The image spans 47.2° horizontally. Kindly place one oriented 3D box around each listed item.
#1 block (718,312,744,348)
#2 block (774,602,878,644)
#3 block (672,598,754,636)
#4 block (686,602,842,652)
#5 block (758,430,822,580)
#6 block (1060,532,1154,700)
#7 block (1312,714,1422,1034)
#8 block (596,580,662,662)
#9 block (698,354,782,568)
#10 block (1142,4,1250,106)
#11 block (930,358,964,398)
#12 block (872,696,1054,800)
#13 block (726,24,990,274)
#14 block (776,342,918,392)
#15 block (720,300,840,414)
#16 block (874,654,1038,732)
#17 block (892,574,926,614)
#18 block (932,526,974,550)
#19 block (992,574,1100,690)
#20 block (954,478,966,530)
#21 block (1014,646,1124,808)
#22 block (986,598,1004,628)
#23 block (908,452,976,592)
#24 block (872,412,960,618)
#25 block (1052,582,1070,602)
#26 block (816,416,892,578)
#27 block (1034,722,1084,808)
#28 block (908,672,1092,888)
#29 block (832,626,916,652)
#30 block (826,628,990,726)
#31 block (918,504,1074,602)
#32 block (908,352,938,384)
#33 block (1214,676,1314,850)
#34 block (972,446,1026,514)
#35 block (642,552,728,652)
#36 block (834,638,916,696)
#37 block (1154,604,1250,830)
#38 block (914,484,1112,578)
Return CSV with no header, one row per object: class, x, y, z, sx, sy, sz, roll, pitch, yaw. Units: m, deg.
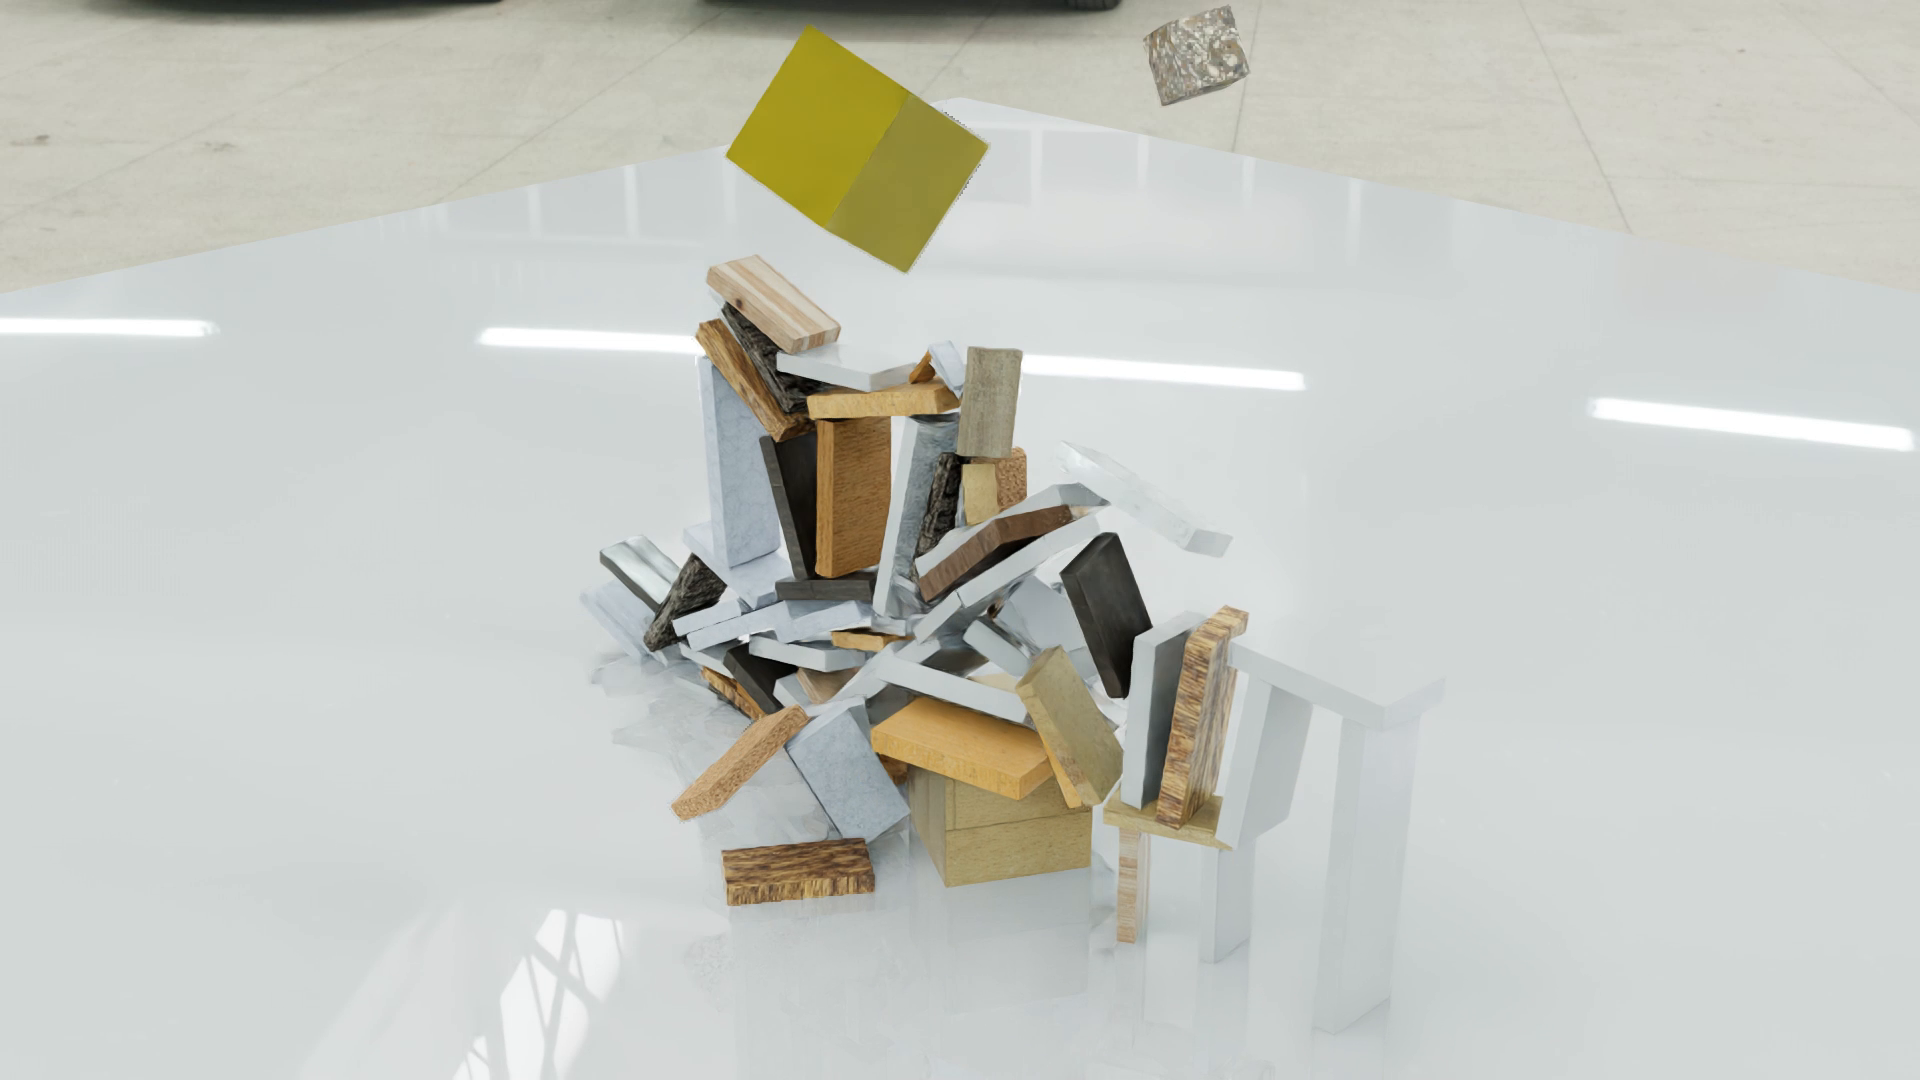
block,-0.438,-0.431,4.530,0.063,0.018,0.127,-20,63,-41
block,-0.241,0.153,4.557,0.148,0.042,0.297,-19,0,-40
block,-0.506,0.153,4.845,0.134,0.038,0.268,-19,0,-41
block,-0.423,0.169,4.759,0.148,0.042,0.419,-19,0,-38
block,-0.305,-0.082,4.519,0.151,0.302,0.043,-19,7,-41
block,0.268,0.132,3.849,0.037,0.263,0.131,2,34,43
block,0.686,0.544,3.709,0.163,0.601,0.046,-21,32,-41
block,-0.728,0.180,5.130,0.235,0.033,0.117,41,43,22
block,-0.465,-0.179,4.654,0.043,0.458,0.151,17,28,41
block,0.427,-0.876,3.984,0.128,0.128,0.128,-19,4,-14
block,-0.008,-0.309,4.164,0.050,0.014,0.101,-13,53,-39
block,0.017,0.381,4.058,0.326,0.046,0.163,15,27,31
block,-0.171,-0.653,3.692,0.258,0.258,0.258,39,10,30
block,-0.224,-0.344,4.340,0.265,0.037,0.132,16,25,40
block,-0.362,-0.384,4.455,0.132,0.037,0.265,-19,71,-41
block,0.021,0.297,4.140,0.335,0.047,0.167,15,-9,31
block,-0.096,0.103,4.214,0.048,0.014,0.189,31,-10,12
block,-0.010,0.005,4.156,0.062,0.017,0.123,-15,-15,-25
block,0.184,0.171,4.135,0.224,0.032,0.112,36,67,-3
block,0.021,-0.037,4.226,0.062,0.201,0.017,-12,39,-28
block,0.204,0.335,3.967,0.037,0.263,0.131,-20,18,38
block,0.080,0.135,4.267,0.078,0.022,0.156,30,15,-28
block,-0.031,-0.037,4.231,0.029,0.273,0.102,24,17,30
block,-0.058,-0.048,4.294,0.162,0.410,0.046,-4,27,-32
block,0.196,0.162,4.206,0.022,0.156,0.078,1,-9,30
block,-0.213,-0.098,4.419,0.046,0.324,0.162,19,26,40
block,0.196,0.357,4.004,0.032,0.234,0.112,-20,3,38
block,0.075,0.460,4.304,0.292,0.292,0.292,-6,24,-14
block,-0.162,0.200,4.497,0.111,0.031,0.221,-8,5,-30
block,-0.094,0.275,4.385,0.167,0.355,0.047,6,59,-43
block,0.064,0.026,3.997,0.159,0.045,0.318,-12,-15,-31
block,-0.055,-0.337,4.204,0.050,0.101,0.014,-12,64,-39
block,0.535,0.360,3.799,0.046,0.326,0.163,26,31,34
block,0.076,-0.082,4.263,0.102,0.204,0.029,-15,43,-14
block,-0.596,0.125,4.930,0.134,0.337,0.038,-20,66,-40
block,-0.149,0.270,4.460,0.111,0.278,0.031,-7,68,-32
block,0.423,0.311,3.845,0.046,0.368,0.163,19,29,24
block,0.096,-0.013,4.089,0.352,0.045,0.159,-28,-15,34
